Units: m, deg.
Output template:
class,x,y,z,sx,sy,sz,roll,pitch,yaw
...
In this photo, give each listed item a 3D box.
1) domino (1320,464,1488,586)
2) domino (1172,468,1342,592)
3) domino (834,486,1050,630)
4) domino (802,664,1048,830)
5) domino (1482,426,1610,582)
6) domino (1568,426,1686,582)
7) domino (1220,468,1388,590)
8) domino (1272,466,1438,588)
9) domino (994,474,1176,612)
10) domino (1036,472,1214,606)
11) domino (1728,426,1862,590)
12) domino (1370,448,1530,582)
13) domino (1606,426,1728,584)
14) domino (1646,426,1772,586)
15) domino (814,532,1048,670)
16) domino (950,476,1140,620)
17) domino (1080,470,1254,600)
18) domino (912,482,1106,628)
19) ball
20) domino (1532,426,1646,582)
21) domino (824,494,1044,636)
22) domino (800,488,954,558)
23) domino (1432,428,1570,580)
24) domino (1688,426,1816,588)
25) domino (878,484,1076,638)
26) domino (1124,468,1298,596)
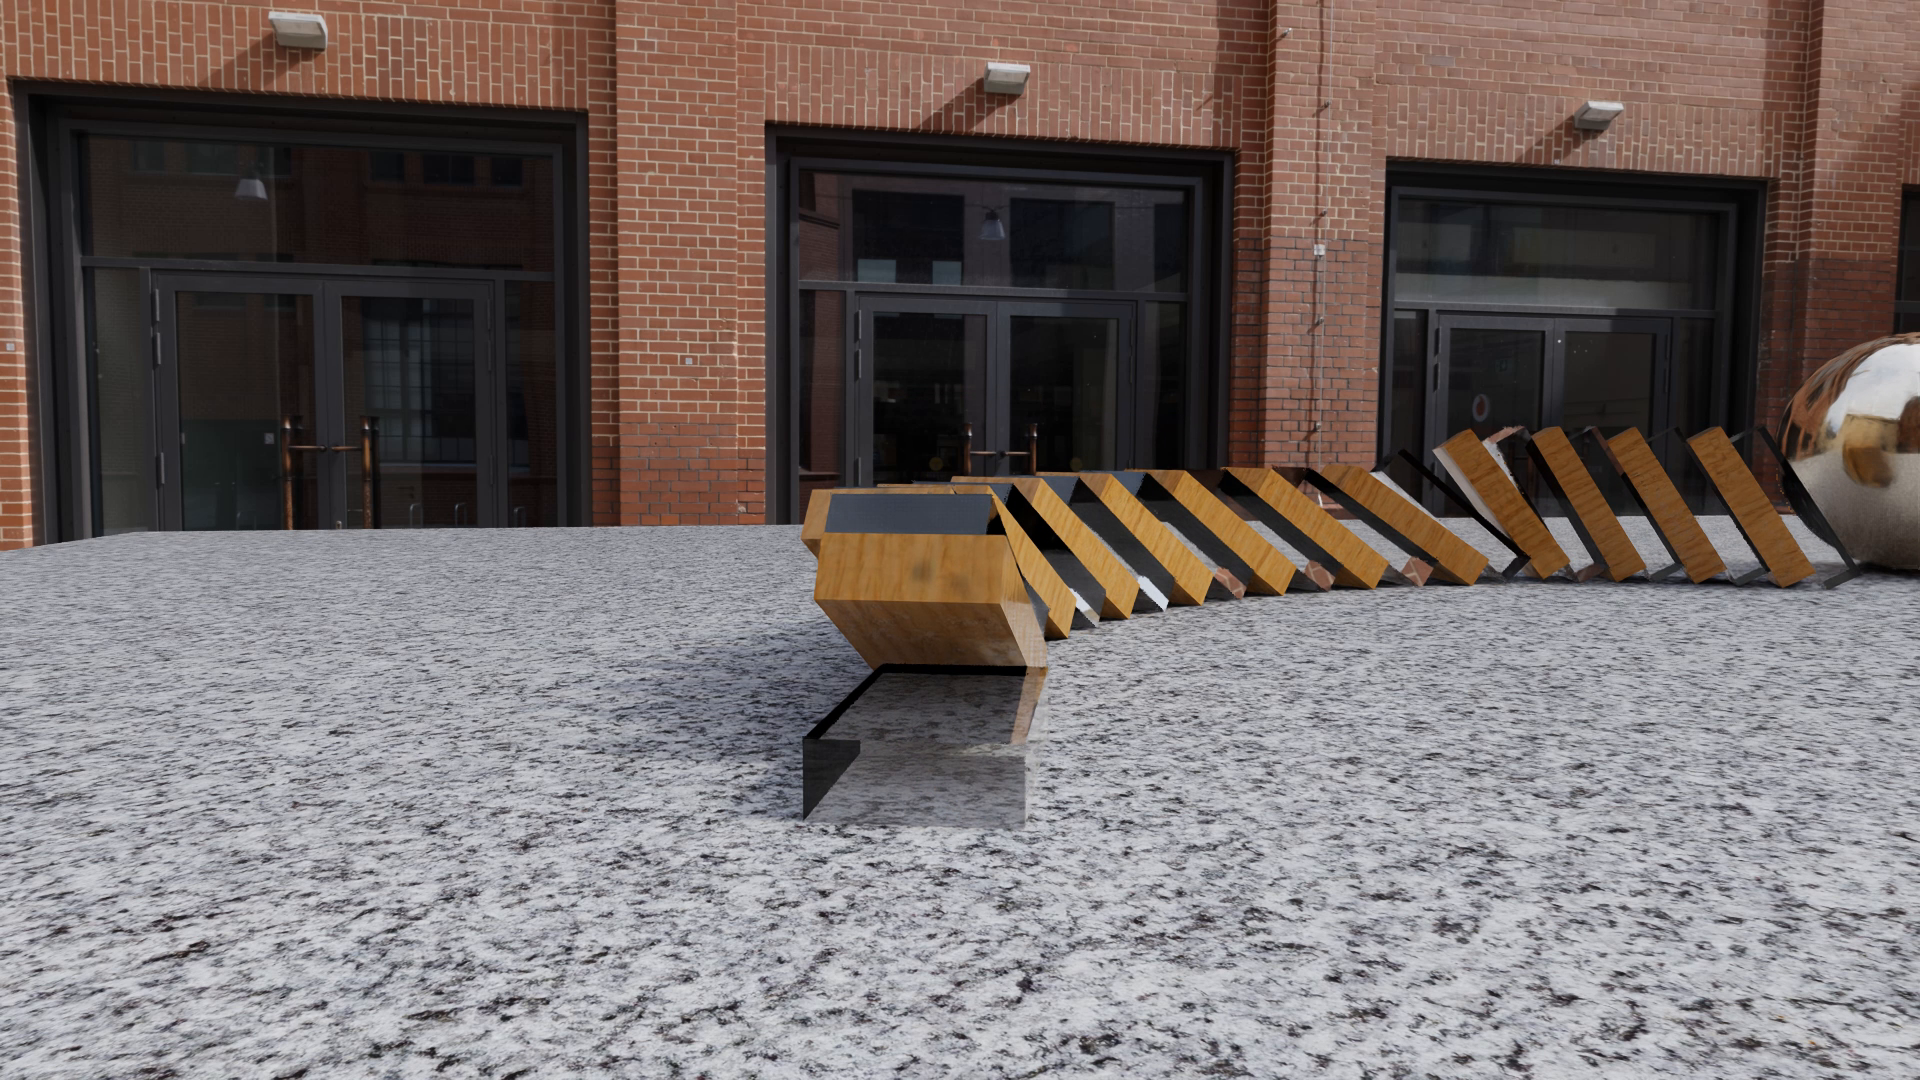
class,x,y,z,sx,sy,sz,roll,pitch,yaw
domino,0.134,-0.005,0.393,0.050,0.009,0.025,34,0,-7
domino,0.084,-0.003,0.369,0.050,0.010,0.025,35,-11,-24
domino,-0.004,0.006,0.252,0.025,0.010,0.050,2,-27,28
domino,-0.002,0.025,0.168,0.025,0.009,0.050,1,4,7
domino,0.184,-0.012,0.405,0.010,0.050,0.025,-31,-2,12
domino,0.208,-0.012,0.406,0.010,0.050,0.025,-31,-7,19
domino,0.099,-0.004,0.378,0.050,0.010,0.025,34,-9,-20
domino,0.117,-0.004,0.388,0.050,0.009,0.025,34,-3,-12
domino,0.030,0.001,0.318,0.025,0.009,0.050,4,-27,42
domino,0.042,0.000,0.333,0.025,0.010,0.050,5,-27,48
domino,0.250,-0.010,0.386,0.009,0.050,0.025,-32,-9,23
domino,0.153,-0.008,0.401,0.050,0.010,0.025,42,8,6
domino,0.220,-0.012,0.403,0.009,0.050,0.025,-32,-9,23
domino,0.230,-0.011,0.397,0.009,0.050,0.025,-32,-9,23
domino,-0.002,0.013,0.192,0.025,0.010,0.050,1,-22,11
domino,0.020,0.002,0.303,0.025,0.010,0.050,3,-27,39
domino,0.054,-0.001,0.347,0.050,0.009,0.025,37,-18,-33
domino,0.011,0.004,0.287,0.025,0.009,0.050,3,-27,34
ball,0.322,-0.030,0.433,0.080,0.080,0.080,0,4,0
domino,0.196,-0.012,0.406,0.009,0.050,0.025,-31,-5,15
domino,-0.003,0.009,0.212,0.025,0.010,0.050,1,-28,14
domino,-0.007,0.007,0.231,0.025,0.010,0.050,0,-28,20
domino,0.170,-0.011,0.404,0.009,0.050,0.025,-36,-6,11
domino,0.240,-0.011,0.392,0.010,0.050,0.025,-32,-9,23
domino,0.004,0.005,0.269,0.025,0.010,0.050,2,-27,29
domino,0.068,-0.002,0.359,0.050,0.009,0.025,36,-15,-28
